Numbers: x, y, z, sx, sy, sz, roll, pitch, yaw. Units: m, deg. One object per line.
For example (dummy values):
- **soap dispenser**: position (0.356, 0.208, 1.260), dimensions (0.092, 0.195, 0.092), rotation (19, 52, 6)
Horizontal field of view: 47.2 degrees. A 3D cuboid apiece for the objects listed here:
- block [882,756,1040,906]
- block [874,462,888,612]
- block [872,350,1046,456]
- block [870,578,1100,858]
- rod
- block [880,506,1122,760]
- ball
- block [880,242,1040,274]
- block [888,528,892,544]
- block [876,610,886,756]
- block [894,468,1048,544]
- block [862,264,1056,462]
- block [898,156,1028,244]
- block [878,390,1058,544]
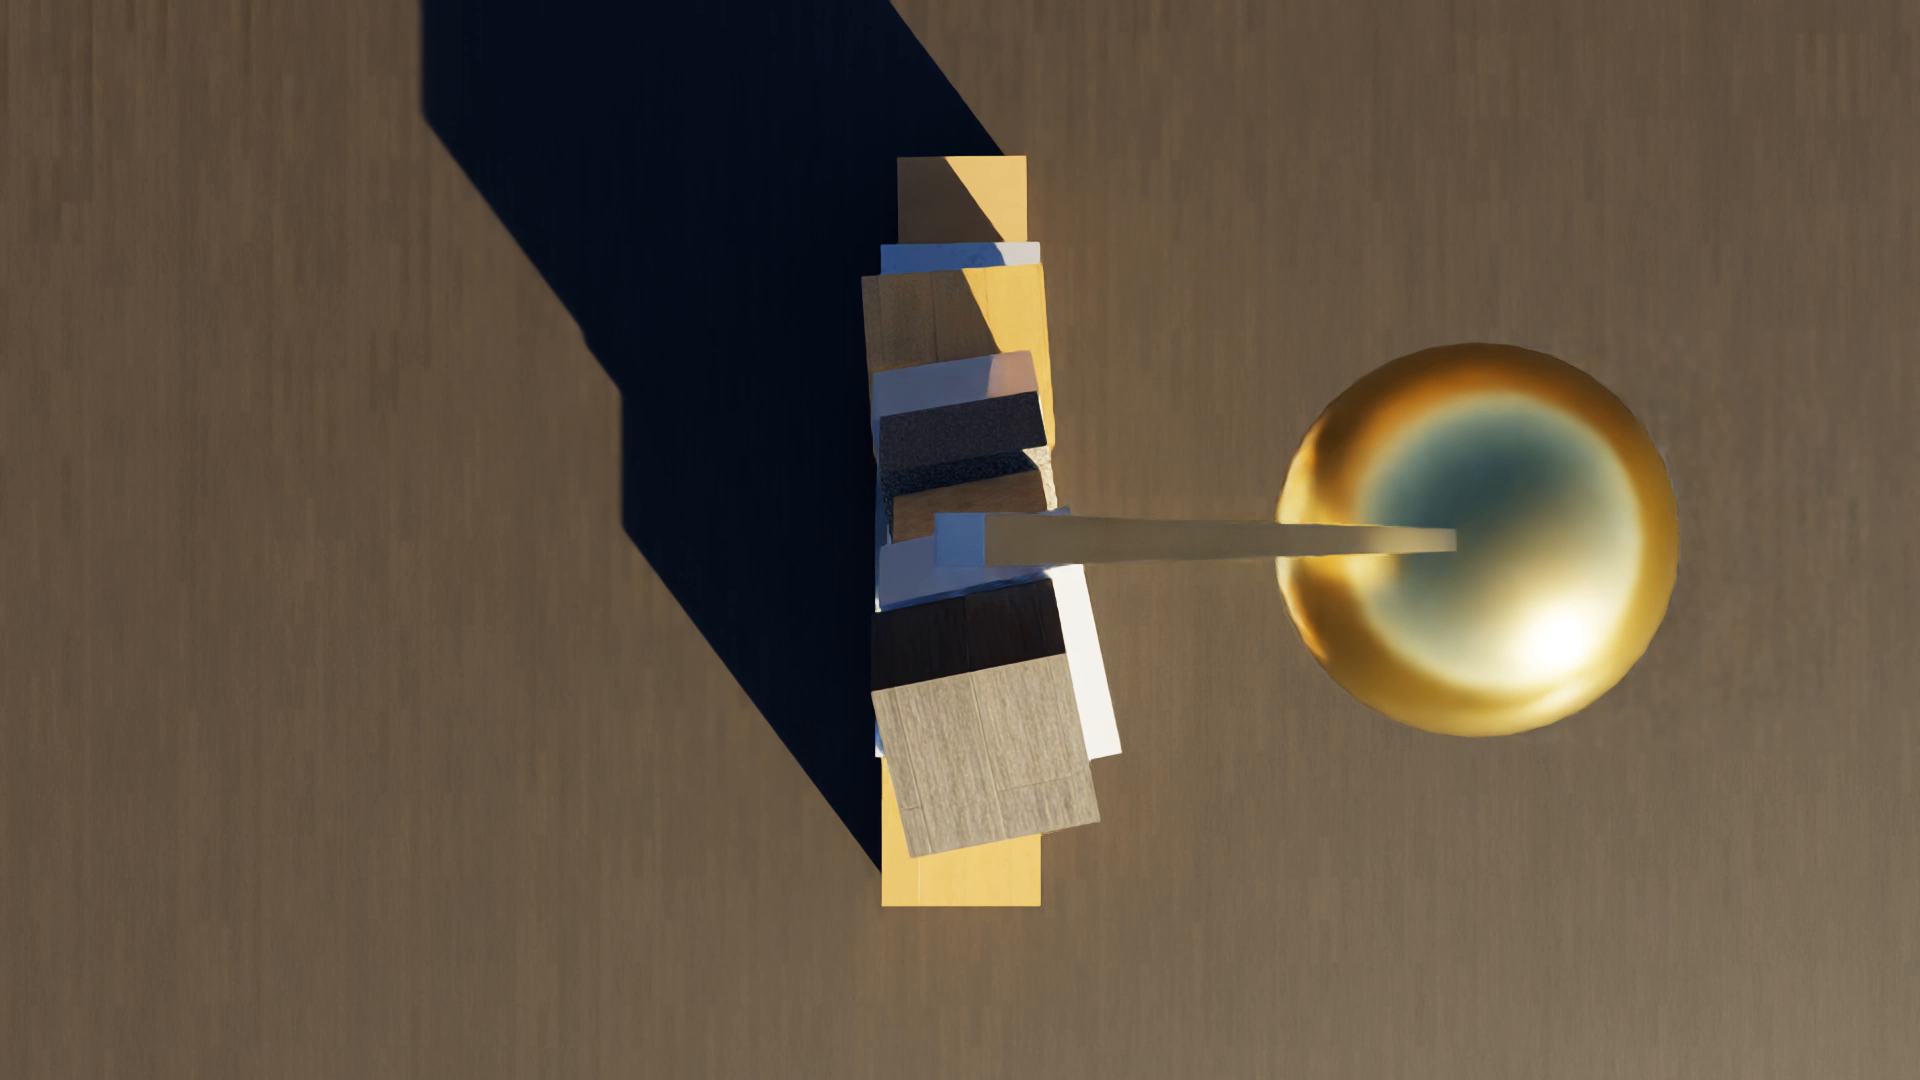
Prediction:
- **block**: position (0.006, 1.607, 12.564), dimensions (0.874, 0.873, 0.823), rotation (0, 90, 0)
- **block**: position (0.017, -0.030, 11.633), dimensions (0.891, 0.898, 0.884), rotation (0, 76, 0)
- **block**: position (0.025, -0.352, 9.875), dimensions (0.732, 0.736, 0.734), rotation (-8, 111, 2)
- **block**: position (0.077, 0.587, 7.398), dimensions (0.636, 0.651, 0.614), rotation (-11, 110, 2)
- **rod**: position (0.899, 0.000, 5.710), dimensions (0.080, 5.200, 0.080), rotation (0, 90, 20)
- **block**: position (0.140, 0.390, 7.983), dimensions (0.713, 0.579, 0.744), rotation (-12, 111, 3)
- **ball**: position (2.074, 0.000, 8.901), dimensions (1.600, 1.600, 1.600), rotation (0, 90, 0)
- **block**: position (0.010, -1.033, 11.769), dimensions (0.820, 0.921, 0.889), rotation (-1, 82, 0)
- **block**: position (-0.004, 0.098, 10.785), dimensions (0.676, 0.689, 0.736), rotation (-1, 76, 0)
- **block**: position (0.006, 0.734, 12.510), dimensions (0.934, 0.980, 0.905), rotation (0, 90, 0)
- **block**: position (0.093, 0.166, 8.544), dimensions (0.592, 0.631, 0.616), rotation (-11, 111, 2)
- **block**: position (-0.008, -0.824, 10.758), dimensions (0.849, 0.999, 0.846), rotation (-4, 88, 0)
- **block**: position (0.013, -1.777, 12.616), dimensions (0.716, 0.768, 0.713), rotation (-1, 90, 0)
- **block**: position (0.066, -0.093, 9.183), dimensions (0.680, 0.743, 0.776), rotation (-9, 111, 2)
